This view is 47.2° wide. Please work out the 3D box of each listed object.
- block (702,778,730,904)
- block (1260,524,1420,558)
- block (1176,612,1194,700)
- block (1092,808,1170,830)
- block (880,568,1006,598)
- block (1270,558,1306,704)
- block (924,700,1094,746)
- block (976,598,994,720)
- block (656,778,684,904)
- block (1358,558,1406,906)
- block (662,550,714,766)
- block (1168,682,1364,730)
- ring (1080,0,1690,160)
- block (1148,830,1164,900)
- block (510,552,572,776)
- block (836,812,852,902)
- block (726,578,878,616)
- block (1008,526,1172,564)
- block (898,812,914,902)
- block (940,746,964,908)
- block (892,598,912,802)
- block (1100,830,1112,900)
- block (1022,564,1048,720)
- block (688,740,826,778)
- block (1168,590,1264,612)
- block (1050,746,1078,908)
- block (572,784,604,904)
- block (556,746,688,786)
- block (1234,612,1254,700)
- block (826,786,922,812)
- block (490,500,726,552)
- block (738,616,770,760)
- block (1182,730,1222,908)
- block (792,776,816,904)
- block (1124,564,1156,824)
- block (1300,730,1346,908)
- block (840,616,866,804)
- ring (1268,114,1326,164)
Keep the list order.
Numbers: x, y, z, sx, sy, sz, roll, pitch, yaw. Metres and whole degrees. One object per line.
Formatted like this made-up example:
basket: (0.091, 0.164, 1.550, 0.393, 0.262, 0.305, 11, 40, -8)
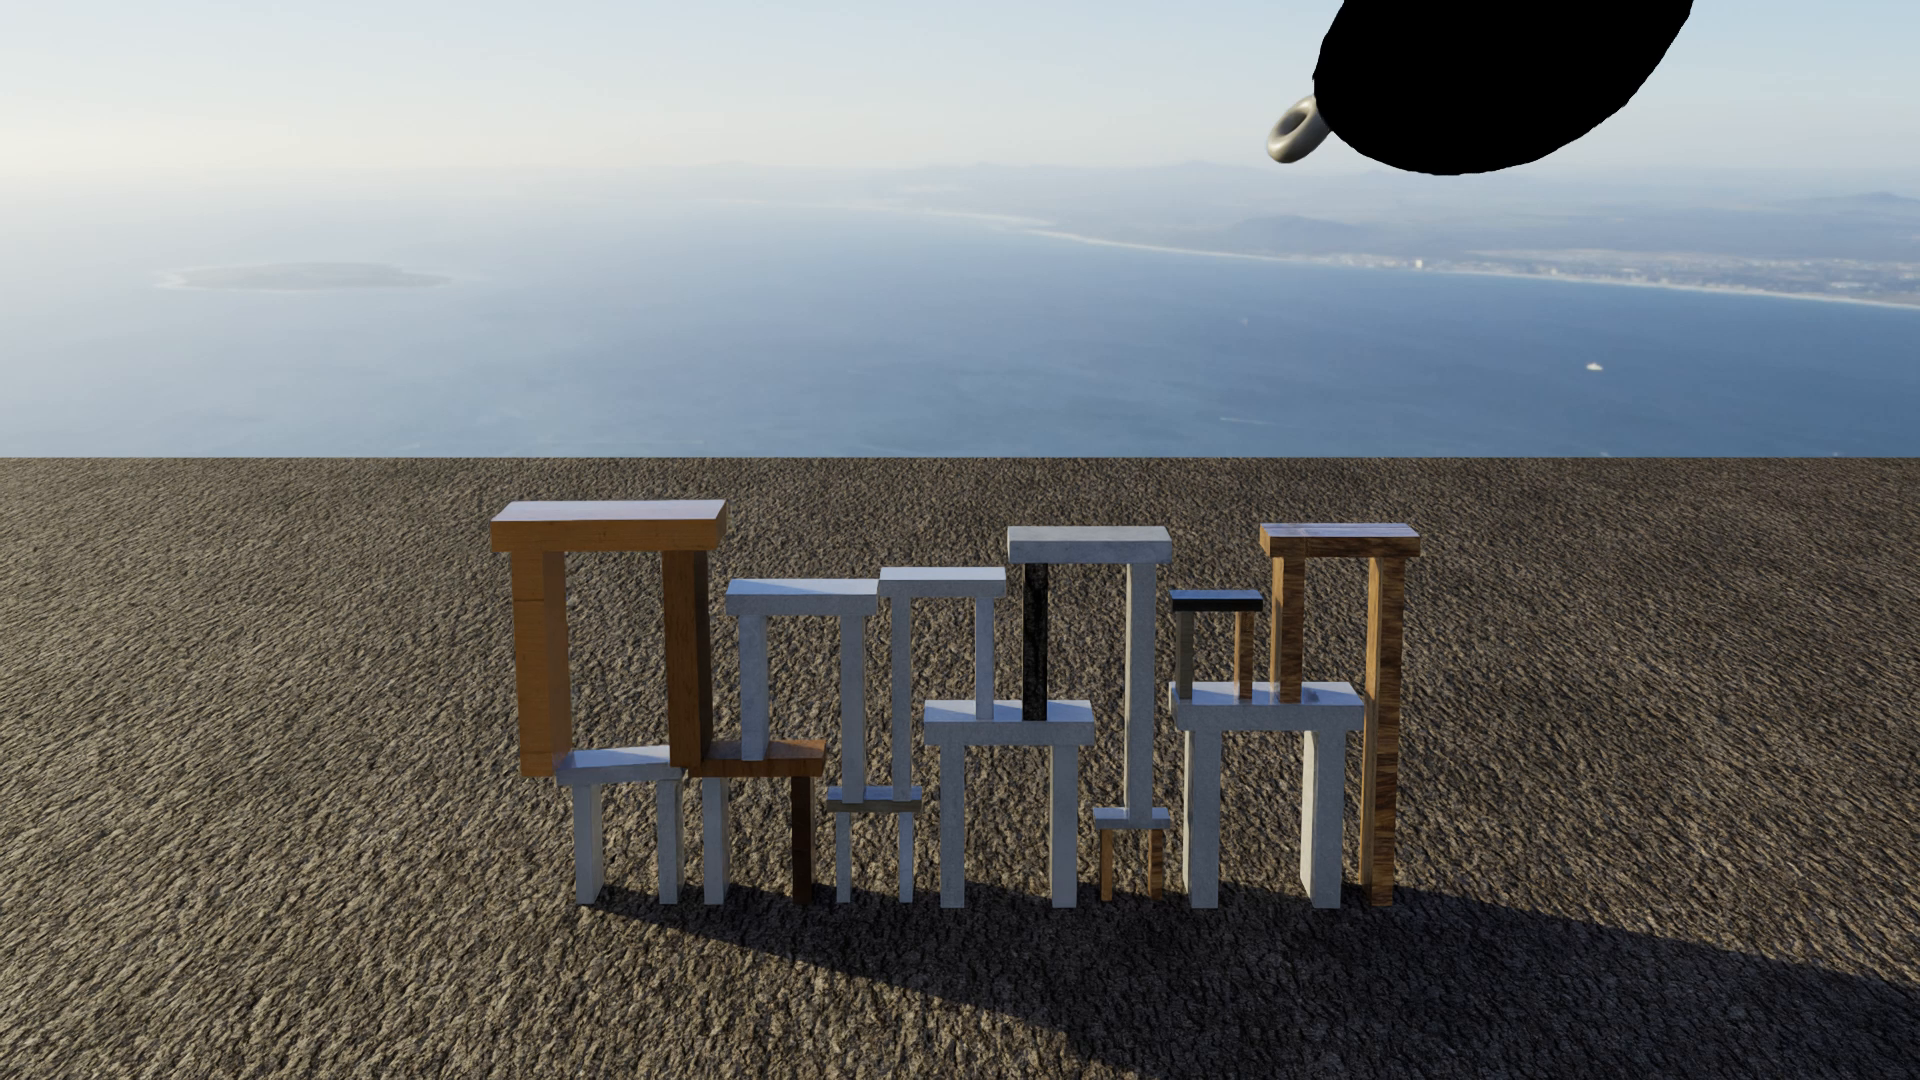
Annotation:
block: (-0.404, 0.483, 3.650, 0.031, 0.218, 0.109, 0, 11, 0)
block: (0.613, 0.000, 3.561, 0.239, 0.034, 0.120, 0, 11, 0)
block: (0.367, 0.180, 3.596, 0.021, 0.146, 0.073, 0, 11, 0)
block: (0.284, 0.461, 3.642, 0.123, 0.017, 0.062, 0, 11, 0)
block: (-0.028, 0.068, 3.569, 0.203, 0.029, 0.101, 0, 11, 0)
block: (0.533, 0.135, 3.586, 0.034, 0.239, 0.120, 0, 11, 0)
block: (0.079, 0.300, 3.616, 0.275, 0.039, 0.138, 0, 11, 0)
block: (0.040, 0.182, 3.590, 0.029, 0.203, 0.101, 0, 11, 0)
block: (-0.480, 0.489, 3.651, 0.029, 0.205, 0.103, 0, 11, 0)
block: (0.693, 0.303, 3.618, 0.034, 0.583, 0.120, 0, 11, 0)
block: (-0.443, 0.174, 3.584, 0.050, 0.353, 0.176, -1, 11, 0)
block: (0.501, 0.273, 3.615, 0.301, 0.043, 0.150, 0, 11, 0)
ring: (0.137, -0.328, 0.991, 0.429, 0.429, 0.143, -4, -29, -21)
block: (0.325, 0.530, 3.655, 0.017, 0.123, 0.062, 0, 11, 0)
block: (-0.680, 0.183, 3.582, 0.050, 0.367, 0.176, 0, 11, 1)
block: (-0.192, 0.515, 3.650, 0.022, 0.155, 0.077, 0, 11, 0)
block: (-0.255, 0.092, 3.571, 0.241, 0.034, 0.121, 0, 11, -1)
block: (0.208, 0.007, 3.564, 0.259, 0.037, 0.130, 0, 11, 0)
block: (-0.089, 0.515, 3.650, 0.022, 0.155, 0.077, 0, 11, 0)
block: (-0.012, 0.454, 3.645, 0.039, 0.275, 0.138, 0, 11, 0)
block: (-0.095, 0.250, 3.602, 0.029, 0.340, 0.101, 0, 11, 0)
block: (0.243, 0.530, 3.655, 0.017, 0.123, 0.062, 0, 11, 0)
block: (0.122, 0.153, 3.591, 0.037, 0.259, 0.130, 0, 11, 0)
block: (-0.333, 0.360, 3.625, 0.218, 0.031, 0.109, -1, 11, 0)
block: (0.416, 0.098, 3.581, 0.146, 0.021, 0.073, 0, 11, 0)
block: (0.171, 0.454, 3.645, 0.039, 0.275, 0.138, 0, 11, 0)
block: (-0.617, 0.489, 3.651, 0.029, 0.205, 0.103, 0, 11, 0)
block: (-0.552, 0.370, 3.617, 0.205, 0.029, 0.103, -4, 11, 3)
block: (0.464, 0.180, 3.596, 0.021, 0.146, 0.073, 0, 11, 0)
block: (-0.141, 0.428, 3.634, 0.155, 0.022, 0.077, 0, 11, 0)
block: (-0.562, -0.024, 3.547, 0.353, 0.050, 0.176, 0, 11, 0)
block: (-0.336, 0.227, 3.595, 0.034, 0.241, 0.121, 0, 11, 0)
block: (0.401, 0.441, 3.646, 0.043, 0.301, 0.150, 0, 11, 0)
block: (-0.259, 0.483, 3.650, 0.031, 0.218, 0.109, 0, 11, 0)
block: (0.294, 0.238, 3.607, 0.037, 0.433, 0.130, 0, 11, 0)
block: (0.601, 0.441, 3.646, 0.043, 0.301, 0.150, 0, 11, 0)
block: (-0.174, 0.263, 3.604, 0.034, 0.313, 0.121, 0, 11, 0)
ring: (1.093, -1.315, 7.023, 0.089, 0.268, 0.268, 40, -5, -21)
